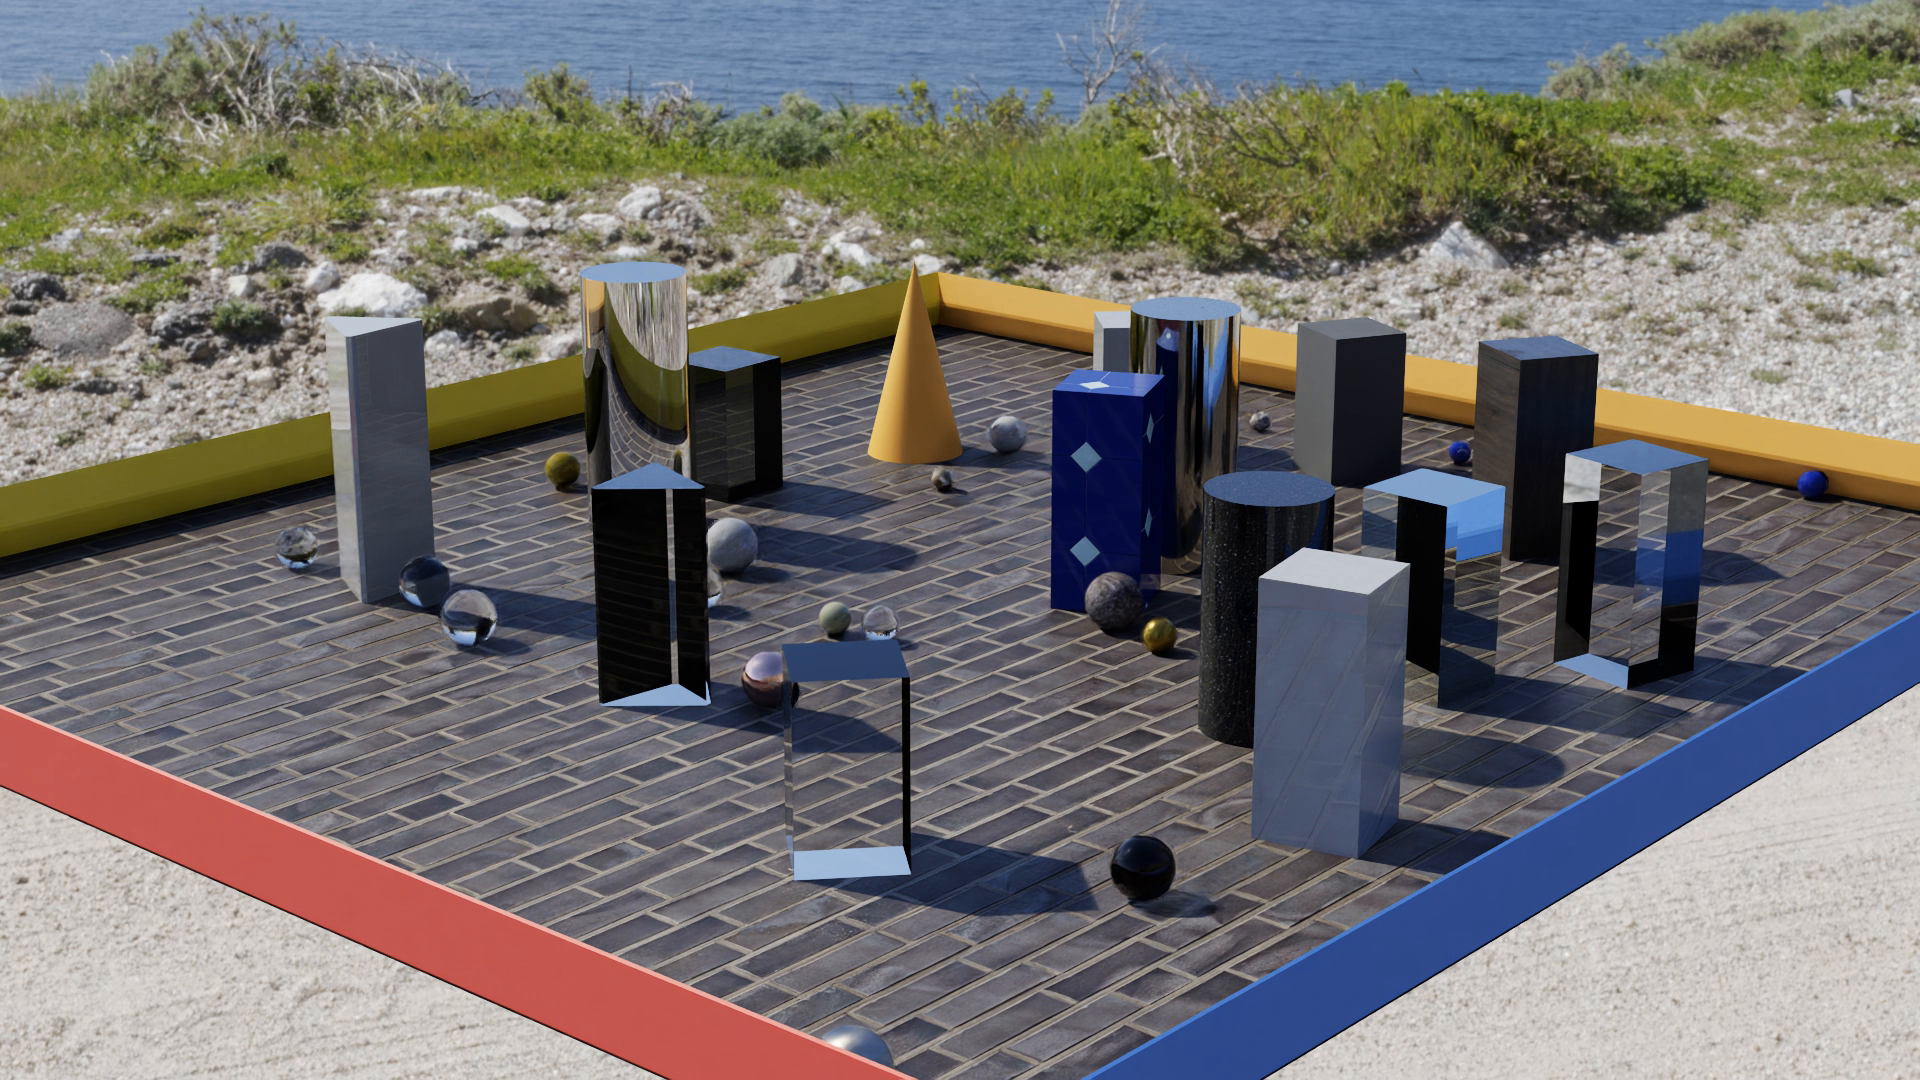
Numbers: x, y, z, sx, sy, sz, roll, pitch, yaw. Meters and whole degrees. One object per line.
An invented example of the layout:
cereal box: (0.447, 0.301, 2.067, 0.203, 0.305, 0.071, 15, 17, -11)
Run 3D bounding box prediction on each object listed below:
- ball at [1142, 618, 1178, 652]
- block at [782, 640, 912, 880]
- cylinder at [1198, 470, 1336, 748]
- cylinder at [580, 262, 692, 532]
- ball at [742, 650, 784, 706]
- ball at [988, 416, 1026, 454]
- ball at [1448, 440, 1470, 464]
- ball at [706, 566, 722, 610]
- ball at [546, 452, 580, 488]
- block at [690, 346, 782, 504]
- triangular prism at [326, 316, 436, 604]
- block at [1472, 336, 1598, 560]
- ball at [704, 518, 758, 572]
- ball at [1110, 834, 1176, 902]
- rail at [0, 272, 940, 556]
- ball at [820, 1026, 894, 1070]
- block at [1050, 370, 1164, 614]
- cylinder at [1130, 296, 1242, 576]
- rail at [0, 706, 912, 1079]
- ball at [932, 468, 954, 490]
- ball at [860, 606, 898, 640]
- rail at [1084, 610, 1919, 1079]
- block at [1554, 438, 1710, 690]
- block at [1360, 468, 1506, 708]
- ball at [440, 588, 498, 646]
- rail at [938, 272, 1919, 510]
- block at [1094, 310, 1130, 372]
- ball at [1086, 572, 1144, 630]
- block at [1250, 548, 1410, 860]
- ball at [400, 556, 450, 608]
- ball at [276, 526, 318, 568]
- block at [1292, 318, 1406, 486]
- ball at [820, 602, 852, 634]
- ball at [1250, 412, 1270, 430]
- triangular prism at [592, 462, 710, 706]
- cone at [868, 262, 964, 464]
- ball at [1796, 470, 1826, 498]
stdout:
ball: (0.329, 0.156, 4.833, 0.058, 0.058, 0.058, 0, 17, 0)
block: (-0.154, 0.297, 3.980, 0.158, 0.282, 0.158, -2, 17, -7)
cylinder: (0.464, 0.104, 4.448, 0.197, 0.380, 0.197, 0, 17, 0)
cylinder: (-0.602, -0.261, 5.473, 0.197, 0.487, 0.197, 0, 17, 0)
ball: (-0.299, 0.216, 4.586, 0.087, 0.087, 0.087, 0, 17, 0)
ball: (0.098, -0.217, 6.037, 0.077, 0.077, 0.077, 0, 17, 0)
ball: (1.017, -0.179, 5.966, 0.046, 0.046, 0.046, 0, 17, 0)
ball: (-0.449, 0.082, 5.042, 0.080, 0.080, 0.080, 0, 17, 0)
ball: (-0.785, -0.139, 5.793, 0.070, 0.070, 0.070, 0, 17, 0)
block: (-0.461, -0.228, 5.754, 0.158, 0.263, 0.158, 13, 21, 37)
triangular prism: (-1.042, -0.149, 5.125, 0.148, 0.474, 0.171, 12, 21, 35)
block: (1.048, -0.170, 5.369, 0.158, 0.374, 0.158, -5, 18, -17)
ball: (-0.410, 0.009, 5.251, 0.098, 0.098, 0.098, 0, 17, 0)
ball: (0.241, 0.432, 3.866, 0.087, 0.087, 0.087, 0, 17, 0)
rail: (-1.089, -0.241, 6.025, 0.045, 0.128, 3.212, 14, 22, 39)
ball: (-0.123, 0.596, 3.307, 0.096, 0.096, 0.096, 0, 17, 0)
block: (0.254, -0.083, 5.054, 0.158, 0.388, 0.158, 5, 17, 16)
cylinder: (0.401, -0.188, 5.271, 0.197, 0.465, 0.197, 0, 17, 0)
rail: (-1.037, 0.377, 3.976, 2.932, 0.128, 0.045, 14, 22, 39)
ball: (-0.033, -0.119, 5.771, 0.044, 0.044, 0.044, 0, 17, 0)
ball: (-0.134, 0.140, 4.879, 0.063, 0.063, 0.063, 0, 17, 0)
rail: (1.089, 0.305, 4.215, 0.045, 0.128, 3.212, 14, 22, 39)
block: (1.078, 0.037, 4.717, 0.158, 0.354, 0.158, -12, 20, -34)
block: (0.743, 0.074, 4.638, 0.158, 0.328, 0.158, 15, 23, 41)
ball: (-0.815, 0.128, 4.865, 0.094, 0.094, 0.094, 0, 17, 0)
rail: (1.037, -0.313, 6.264, 2.932, 0.128, 0.045, 14, 22, 39)
block: (0.363, -0.323, 6.052, 0.158, 0.272, 0.158, -1, 17, -4)
ball: (0.260, 0.102, 4.942, 0.099, 0.099, 0.099, 0, 17, 0)
block: (0.511, 0.223, 4.052, 0.158, 0.380, 0.158, 9, 19, 27)
ball: (-0.923, 0.072, 5.061, 0.088, 0.088, 0.088, 0, 17, 0)
ball: (-1.194, 0.014, 5.276, 0.075, 0.075, 0.075, 0, 17, 0)
block: (0.778, -0.279, 5.866, 0.158, 0.296, 0.158, -7, 18, -21)
ball: (-0.209, 0.131, 4.922, 0.055, 0.055, 0.055, 0, 17, 0)
ball: (0.636, -0.251, 6.216, 0.041, 0.041, 0.041, 0, 17, 0)
triangular prism: (-0.480, 0.068, 4.615, 0.171, 0.353, 0.148, 0, 17, -1)
cone: (-0.092, -0.375, 6.003, 0.197, 0.399, 0.197, 0, 17, 0)
ball: (1.660, -0.108, 5.714, 0.056, 0.056, 0.056, 0, 17, 0)
